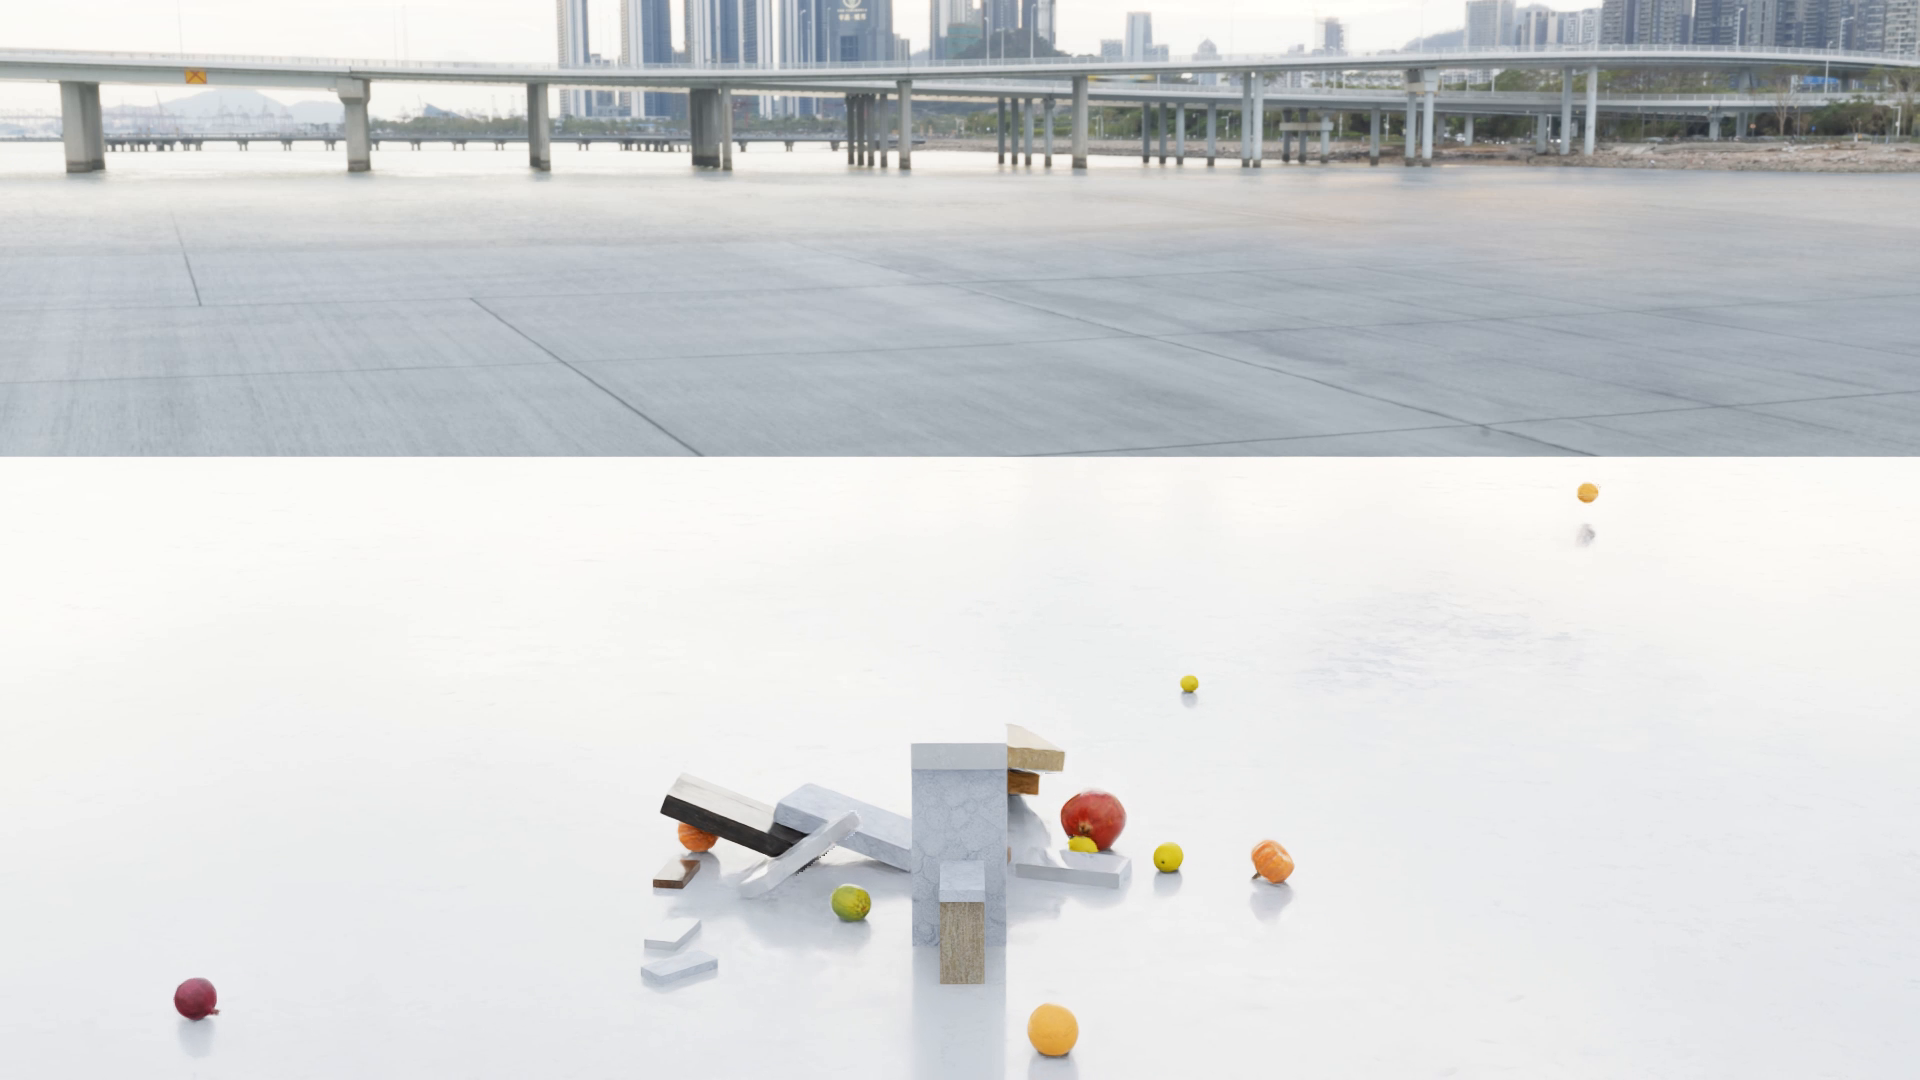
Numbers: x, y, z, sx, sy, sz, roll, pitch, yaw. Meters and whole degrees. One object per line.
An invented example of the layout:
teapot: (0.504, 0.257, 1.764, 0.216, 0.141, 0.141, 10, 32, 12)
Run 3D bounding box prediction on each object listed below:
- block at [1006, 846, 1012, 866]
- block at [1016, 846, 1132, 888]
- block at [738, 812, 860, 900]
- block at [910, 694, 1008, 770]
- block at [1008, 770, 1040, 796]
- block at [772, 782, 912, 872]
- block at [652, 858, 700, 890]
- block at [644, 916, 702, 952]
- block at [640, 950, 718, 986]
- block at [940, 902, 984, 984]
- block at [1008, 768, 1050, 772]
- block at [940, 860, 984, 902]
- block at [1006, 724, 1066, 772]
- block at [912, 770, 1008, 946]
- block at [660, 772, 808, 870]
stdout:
block: (0.017, 0.560, 3.760, 0.090, 0.026, 0.181, 4, 11, 19)
block: (0.195, 0.560, 3.761, 0.181, 0.026, 0.090, 3, 11, 18)
block: (-0.268, 0.526, 3.670, 0.213, 0.026, 0.090, -32, 2, -37)
block: (-0.002, 0.302, 3.489, 0.148, 0.042, 0.295, 0, 11, 0)
block: (0.065, 0.447, 4.128, 0.134, 0.038, 0.267, 5, -4, -6)
block: (-0.179, 0.502, 3.863, 0.267, 0.038, 0.134, 18, 15, 17)
block: (-0.482, 0.568, 3.744, 0.053, 0.015, 0.105, 2, 11, 9)
block: (-0.452, 0.620, 3.466, 0.053, 0.015, 0.105, 3, 11, 15)
block: (-0.424, 0.646, 3.326, 0.105, 0.015, 0.053, -10, 14, -42)
block: (0.003, 0.595, 3.276, 0.067, 0.133, 0.019, 0, 11, 0)
block: (0.059, 0.417, 4.266, 0.132, 0.037, 0.264, 6, -4, -24)
block: (0.003, 0.512, 3.306, 0.067, 0.019, 0.133, 0, 11, 0)
block: (0.087, 0.378, 4.066, 0.132, 0.037, 0.264, 7, 4, -18)
block: (-0.001, 0.485, 3.424, 0.148, 0.295, 0.042, 0, 11, 0)
block: (-0.382, 0.490, 3.851, 0.267, 0.038, 0.134, 21, 12, 1)
